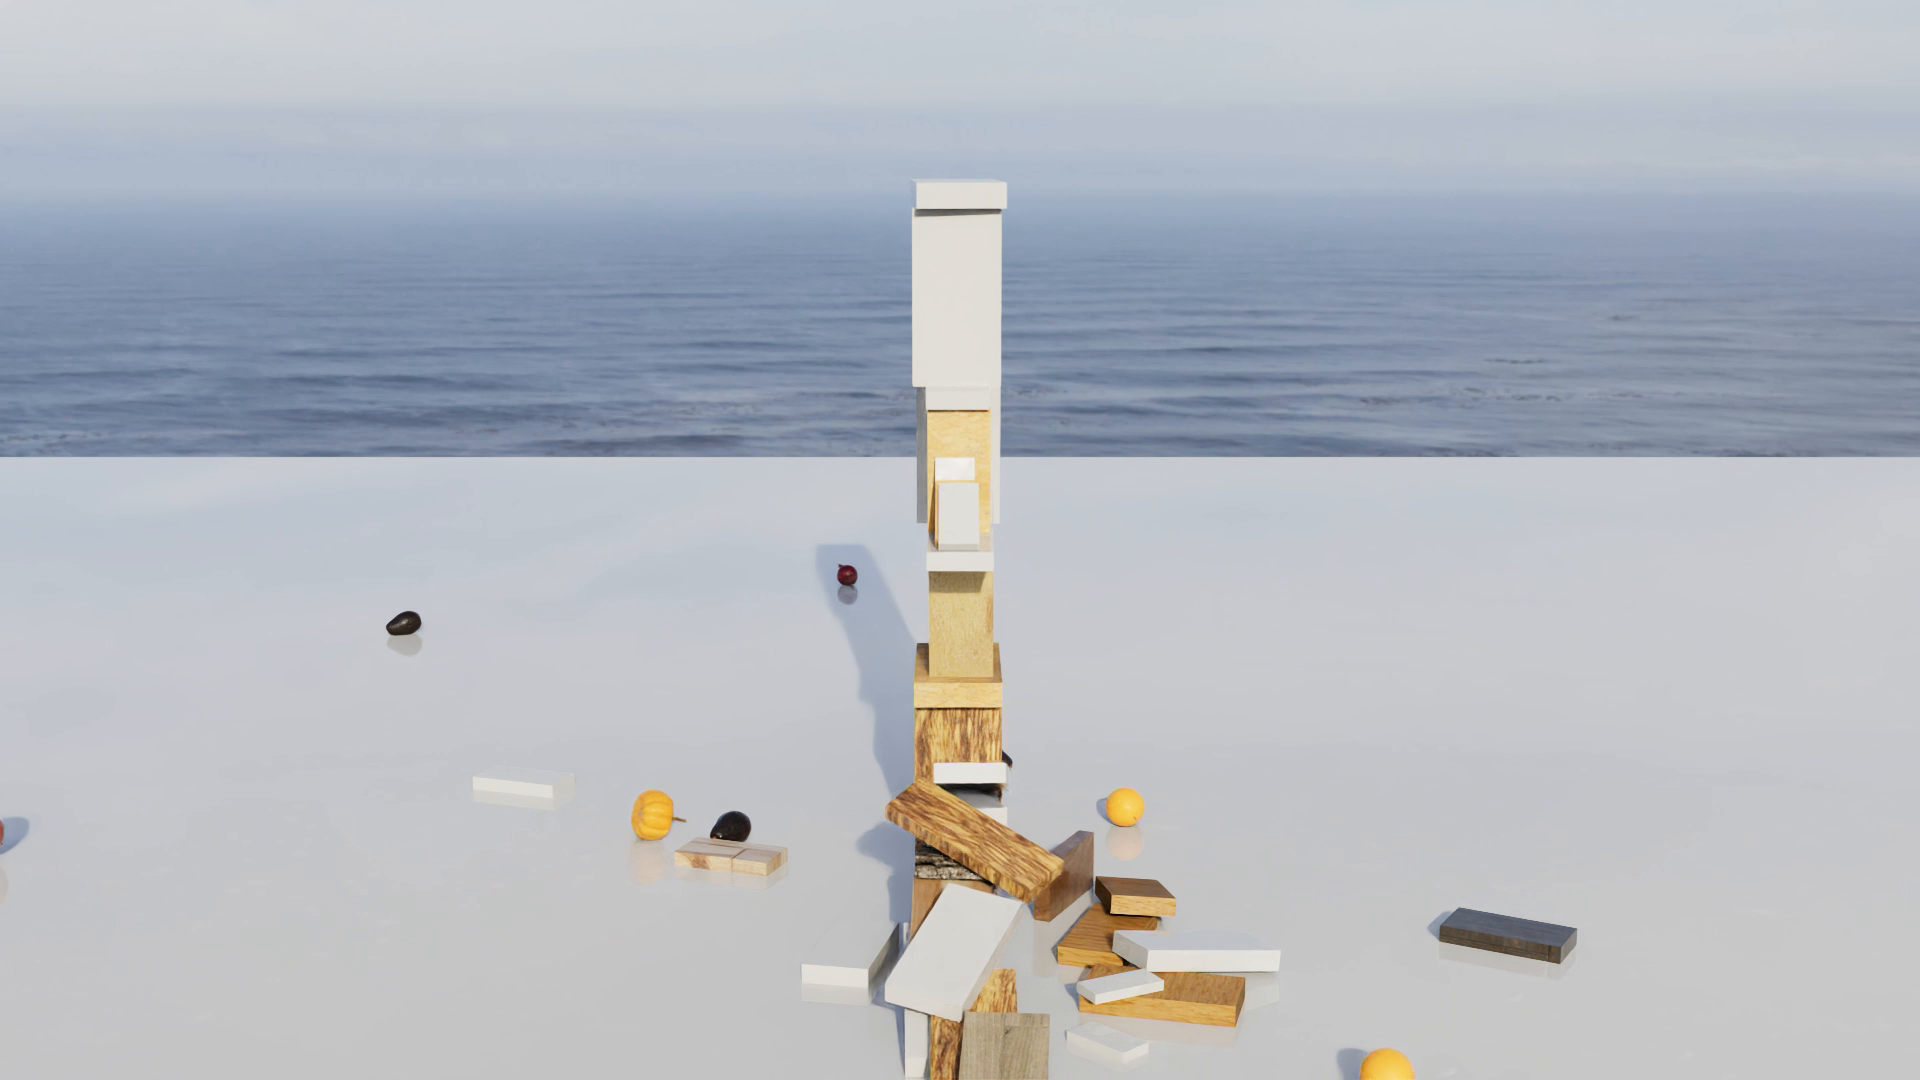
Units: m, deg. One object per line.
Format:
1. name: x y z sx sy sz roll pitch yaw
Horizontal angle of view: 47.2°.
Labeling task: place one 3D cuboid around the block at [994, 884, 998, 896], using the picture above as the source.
1. block: 0.001 0.553 3.549 0.114 0.032 0.229 0 29 0

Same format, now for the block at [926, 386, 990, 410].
1. block: -0.005 -0.250 3.742 0.105 0.030 0.211 0 11 -1

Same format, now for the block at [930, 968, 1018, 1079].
1. block: 0.019 0.663 2.967 0.117 0.033 0.234 0 26 -1

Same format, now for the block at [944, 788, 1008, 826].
1. block: 0.005 0.417 3.430 0.095 0.027 0.190 0 3 -13

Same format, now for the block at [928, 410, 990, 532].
1. block: -0.002 -0.119 3.694 0.105 0.211 0.030 0 11 0

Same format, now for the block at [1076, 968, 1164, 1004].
1. block: 0.231 0.643 3.169 0.115 0.015 0.053 -5 12 -27

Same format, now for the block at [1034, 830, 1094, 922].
1. block: 0.172 0.551 3.618 0.027 0.095 0.190 5 12 25

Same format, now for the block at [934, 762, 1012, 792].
1. block: 0.024 0.380 3.510 0.108 0.031 0.379 -1 -8 3

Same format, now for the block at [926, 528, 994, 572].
1. block: 0.001 0.015 3.637 0.108 0.031 0.217 0 11 0

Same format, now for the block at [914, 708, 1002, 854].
1. block: -0.003 0.417 3.786 0.148 0.297 0.042 0 10 0

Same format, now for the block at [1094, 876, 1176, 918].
1. block: 0.281 0.574 3.547 0.102 0.029 0.204 4 -1 -3

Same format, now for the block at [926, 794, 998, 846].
1. block: 0.006 0.443 3.494 0.113 0.032 0.310 1 3 0

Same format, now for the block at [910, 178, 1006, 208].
1. block: -0.006 -0.594 3.765 0.149 0.042 0.298 -1 10 -3

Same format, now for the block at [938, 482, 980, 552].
1. block: -0.002 -0.038 3.573 0.065 0.018 0.131 0 50 0

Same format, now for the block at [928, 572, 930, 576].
1. block: -0.003 -0.093 3.837 0.105 0.314 0.030 0 12 0

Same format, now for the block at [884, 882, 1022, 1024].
1. block: -0.007 0.571 3.054 0.113 0.032 0.226 12 33 19

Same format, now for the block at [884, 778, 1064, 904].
1. block: 0.020 0.443 3.263 0.266 0.025 0.087 28 40 26

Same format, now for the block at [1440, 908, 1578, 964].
1. block: 0.858 0.618 3.443 0.190 0.027 0.095 6 12 30

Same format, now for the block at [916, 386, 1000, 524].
1. block: -0.003 -0.312 3.917 0.149 0.567 0.042 0 11 1

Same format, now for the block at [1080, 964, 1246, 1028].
1. block: 0.295 0.661 3.198 0.225 0.032 0.112 3 11 14

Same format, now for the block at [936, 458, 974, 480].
1. block: -0.009 -0.071 3.659 0.065 0.131 0.018 0 -6 0

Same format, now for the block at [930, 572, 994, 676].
1. block: 0.002 0.123 3.731 0.108 0.217 0.031 0 11 0

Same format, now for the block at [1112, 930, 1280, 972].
1. block: 0.356 0.619 3.315 0.225 0.032 0.112 5 4 -23

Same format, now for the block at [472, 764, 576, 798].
1. block: -0.844 0.467 4.261 0.175 0.025 0.087 4 11 19

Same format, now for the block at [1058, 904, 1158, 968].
1. block: 0.232 0.619 3.432 0.102 0.029 0.204 4 11 19

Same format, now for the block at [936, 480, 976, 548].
1. block: -0.007 -0.043 3.602 0.065 0.018 0.131 0 50 0

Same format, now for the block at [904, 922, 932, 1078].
1. block: -0.020 0.641 3.089 0.117 0.033 0.307 0 26 -2

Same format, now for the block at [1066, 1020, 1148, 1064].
1. block: 0.205 0.697 3.054 0.053 0.015 0.105 -10 15 -44

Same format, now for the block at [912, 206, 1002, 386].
1. block: -0.005 -0.409 3.701 0.149 0.298 0.042 0 11 1

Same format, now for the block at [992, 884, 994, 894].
1. block: -0.002 0.509 3.489 0.114 0.032 0.229 1 20 2

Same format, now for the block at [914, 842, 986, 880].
1. block: 0.000 0.481 3.369 0.113 0.032 0.226 1 2 5

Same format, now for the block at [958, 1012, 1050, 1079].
1. block: 0.054 0.707 2.770 0.112 0.032 0.345 1 22 3

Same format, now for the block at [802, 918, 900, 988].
1. block: -0.166 0.631 3.371 0.102 0.029 0.204 2 11 11

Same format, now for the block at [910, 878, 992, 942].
1. block: -0.012 0.558 3.178 0.117 0.033 0.234 0 21 0

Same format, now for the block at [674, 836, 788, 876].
1. block: -0.398 0.549 3.820 0.175 0.025 0.087 4 11 20

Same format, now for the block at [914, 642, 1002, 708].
1. block: -0.004 0.234 3.844 0.148 0.042 0.297 0 10 0
